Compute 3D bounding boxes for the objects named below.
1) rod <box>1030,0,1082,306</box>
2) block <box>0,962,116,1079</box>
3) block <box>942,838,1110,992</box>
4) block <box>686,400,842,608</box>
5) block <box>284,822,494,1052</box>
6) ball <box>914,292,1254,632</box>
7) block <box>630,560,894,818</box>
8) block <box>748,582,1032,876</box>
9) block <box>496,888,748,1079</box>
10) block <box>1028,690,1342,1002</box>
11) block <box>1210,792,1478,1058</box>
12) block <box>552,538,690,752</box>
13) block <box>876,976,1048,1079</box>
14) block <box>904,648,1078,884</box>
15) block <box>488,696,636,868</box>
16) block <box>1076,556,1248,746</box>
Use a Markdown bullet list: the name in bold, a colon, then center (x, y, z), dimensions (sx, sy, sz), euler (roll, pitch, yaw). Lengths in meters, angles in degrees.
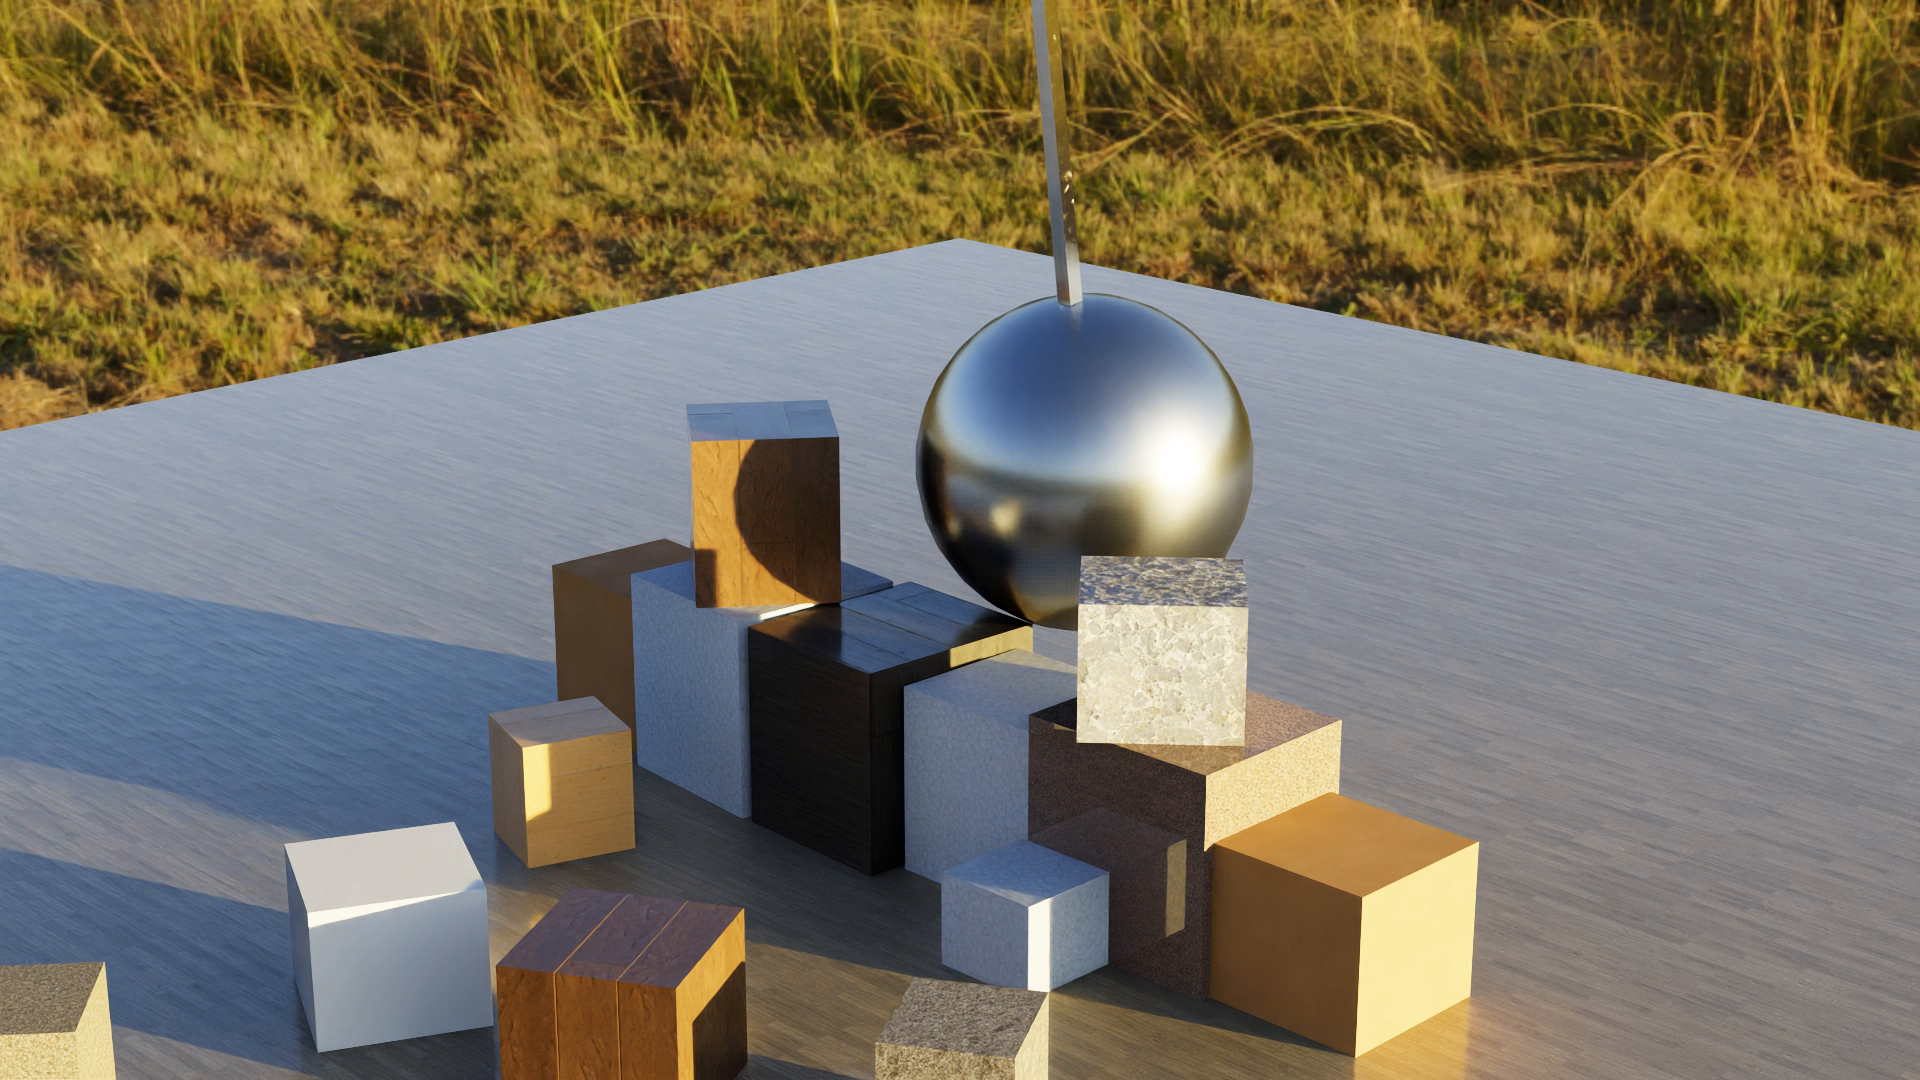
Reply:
- **rod**: center (0.254, -3.479, 12.515), dimensions (0.080, 5.200, 0.080), euler (17, 32, 42)
- **block**: center (-3.516, 2.005, 10.843), dimensions (0.644, 0.672, 0.580), euler (-2, 18, -5)
- **block**: center (0.278, 1.612, 12.501), dimensions (0.509, 0.428, 0.500), euler (16, 24, 42)
- **block**: center (-0.955, -0.183, 14.201), dimensions (0.693, 0.822, 0.691), euler (-2, 18, -7)
- **block**: center (-2.368, 1.630, 12.136), dimensions (0.711, 0.612, 0.728), euler (-6, 18, -19)
- **ball**: center (0.587, -0.366, 13.842), dimensions (1.600, 1.600, 1.600), euler (0, 17, 0)
- **block**: center (-0.975, 0.665, 14.552), dimensions (0.932, 1.006, 0.904), euler (-14, 22, -37)
- **block**: center (-0.327, 0.873, 13.920), dimensions (1.017, 0.988, 0.870), euler (-15, 23, -40)
- **block**: center (-1.297, 1.842, 11.366), dimensions (0.723, 0.671, 0.741), euler (5, 18, 15)
- **block**: center (0.963, 1.242, 12.706), dimensions (0.993, 1.012, 0.895), euler (16, 24, 42)
- **block**: center (1.588, 1.577, 12.161), dimensions (0.765, 0.699, 0.778), euler (17, 24, 42)
- **block**: center (-1.569, 0.548, 15.230), dimensions (0.712, 0.821, 0.844), euler (-14, 23, -38)
- **block**: center (0.013, 2.032, 10.957), dimensions (0.523, 0.554, 0.555), euler (4, 18, 14)
- **block**: center (0.307, 1.101, 13.349), dimensions (0.744, 0.895, 0.844), euler (-16, 24, -42)
- **block**: center (-1.869, 1.129, 13.758), dimensions (0.525, 0.596, 0.496), euler (-9, 19, -26)
- **block**: center (0.856, 0.464, 12.475), dimensions (0.698, 0.610, 0.658), euler (1, 17, 3)
